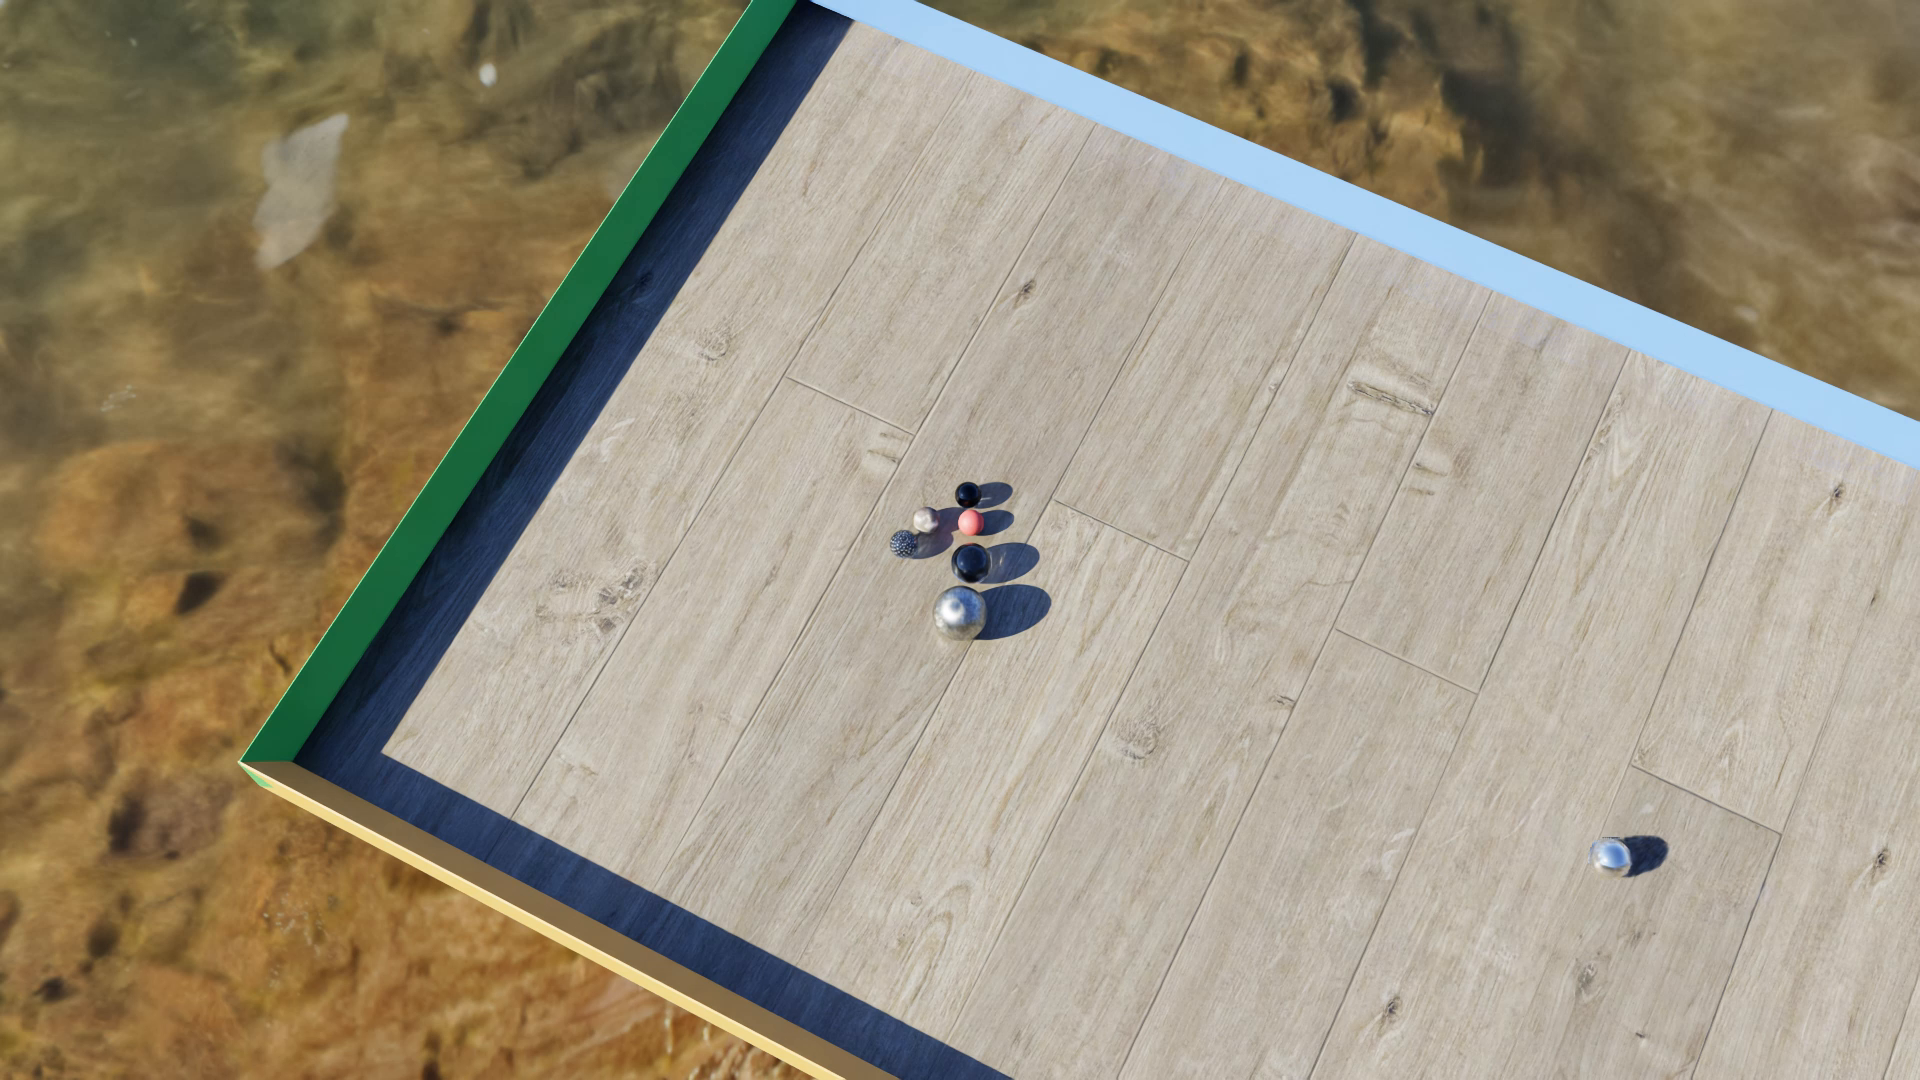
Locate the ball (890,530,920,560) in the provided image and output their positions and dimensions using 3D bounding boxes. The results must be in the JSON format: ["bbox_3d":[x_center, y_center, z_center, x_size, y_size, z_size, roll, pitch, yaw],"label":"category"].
[{"bbox_3d":[-0.090,0.007,3.544,0.048,0.048,0.048,0,66,0],"label":"ball"}]

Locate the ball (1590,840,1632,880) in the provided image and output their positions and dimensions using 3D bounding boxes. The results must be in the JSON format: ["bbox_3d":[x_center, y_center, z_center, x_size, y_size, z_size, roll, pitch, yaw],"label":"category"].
[{"bbox_3d":[0.986,0.483,3.327,0.060,0.060,0.060,0,66,0],"label":"ball"}]

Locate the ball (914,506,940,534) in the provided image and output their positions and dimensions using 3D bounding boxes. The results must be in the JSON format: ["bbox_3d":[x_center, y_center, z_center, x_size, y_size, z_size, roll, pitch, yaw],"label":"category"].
[{"bbox_3d":[-0.054,-0.032,3.563,0.044,0.044,0.044,0,66,0],"label":"ball"}]

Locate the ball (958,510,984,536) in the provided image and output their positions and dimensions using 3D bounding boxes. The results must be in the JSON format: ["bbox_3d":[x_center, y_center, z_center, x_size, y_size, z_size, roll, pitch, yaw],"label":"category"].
[{"bbox_3d":[0.018,-0.028,3.563,0.043,0.043,0.043,0,66,0],"label":"ball"}]

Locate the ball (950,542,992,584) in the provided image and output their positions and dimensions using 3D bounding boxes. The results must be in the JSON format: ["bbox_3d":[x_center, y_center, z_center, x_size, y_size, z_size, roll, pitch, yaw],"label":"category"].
[{"bbox_3d":[0.018,0.038,3.520,0.067,0.067,0.067,0,66,0],"label":"ball"}]

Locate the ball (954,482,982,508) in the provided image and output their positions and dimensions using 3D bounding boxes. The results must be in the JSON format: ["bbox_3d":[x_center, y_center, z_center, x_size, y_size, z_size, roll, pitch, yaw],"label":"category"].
[{"bbox_3d":[0.013,-0.073,3.582,0.045,0.045,0.045,0,66,0],"label":"ball"}]

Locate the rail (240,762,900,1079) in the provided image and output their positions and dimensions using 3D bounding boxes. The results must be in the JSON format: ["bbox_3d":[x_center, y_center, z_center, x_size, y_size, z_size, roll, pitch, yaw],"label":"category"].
[{"bbox_3d":[0.318,0.989,3.073,3.125,0.115,0.045,25,69,11],"label":"rail"}]

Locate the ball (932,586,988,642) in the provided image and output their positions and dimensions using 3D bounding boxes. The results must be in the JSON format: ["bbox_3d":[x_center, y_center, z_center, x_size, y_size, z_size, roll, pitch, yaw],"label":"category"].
[{"bbox_3d":[0.000,0.116,3.475,0.088,0.088,0.088,0,66,0],"label":"ball"}]

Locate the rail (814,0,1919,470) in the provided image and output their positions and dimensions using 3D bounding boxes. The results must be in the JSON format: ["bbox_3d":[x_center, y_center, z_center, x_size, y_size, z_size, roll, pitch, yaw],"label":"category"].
[{"bbox_3d":[1.074,-0.362,3.670,3.125,0.115,0.045,25,69,11],"label":"rail"}]

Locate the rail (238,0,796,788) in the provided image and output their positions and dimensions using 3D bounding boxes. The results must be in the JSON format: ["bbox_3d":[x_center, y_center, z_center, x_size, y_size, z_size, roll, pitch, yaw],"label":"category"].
[{"bbox_3d":[-0.674,-0.328,3.655,0.045,0.115,1.707,25,69,11],"label":"rail"}]
